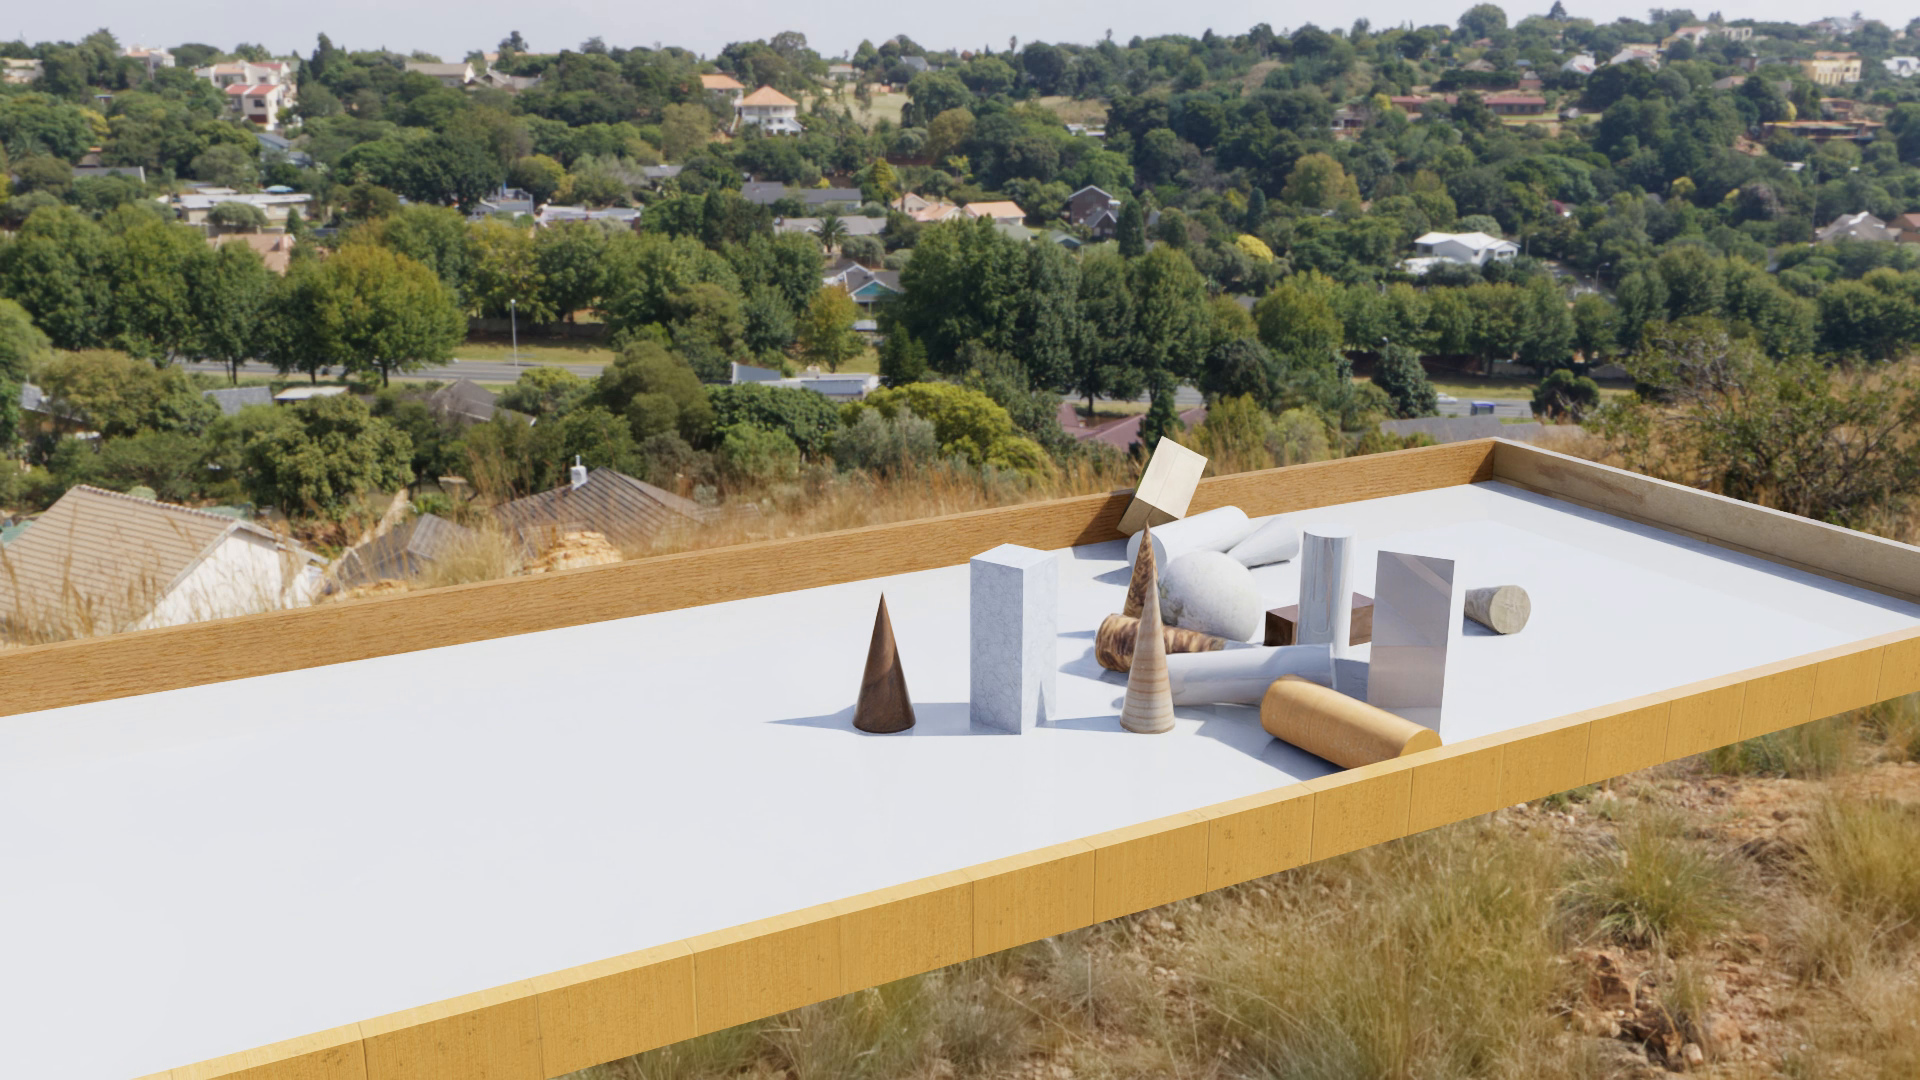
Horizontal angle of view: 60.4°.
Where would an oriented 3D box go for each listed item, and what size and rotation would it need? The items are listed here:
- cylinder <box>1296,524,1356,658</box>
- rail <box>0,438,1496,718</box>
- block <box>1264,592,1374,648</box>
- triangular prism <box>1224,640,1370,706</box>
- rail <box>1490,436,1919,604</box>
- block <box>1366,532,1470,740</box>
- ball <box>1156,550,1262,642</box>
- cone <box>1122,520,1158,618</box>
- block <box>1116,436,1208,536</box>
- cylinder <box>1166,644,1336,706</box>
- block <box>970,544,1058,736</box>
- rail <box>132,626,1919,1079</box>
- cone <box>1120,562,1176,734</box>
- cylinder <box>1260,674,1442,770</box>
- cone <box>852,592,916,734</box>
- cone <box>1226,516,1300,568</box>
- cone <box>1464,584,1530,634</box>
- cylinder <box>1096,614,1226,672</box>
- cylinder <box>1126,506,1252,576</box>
[{"bbox_3d":[0.899,0.169,4.065,0.128,0.403,0.128,0,16,0],"label":"cylinder"},{"bbox_3d":[-3.305,0.497,3.399,12.000,0.150,0.050,-9,18,-27],"label":"rail"},{"bbox_3d":[0.968,0.227,4.393,0.314,0.106,0.106,-9,19,-29],"label":"block"},{"bbox_3d":[0.822,0.330,3.989,0.375,0.129,0.149,8,19,26],"label":"triangular prism"},{"bbox_3d":[2.466,-0.048,5.253,0.050,0.150,2.100,-9,18,-27],"label":"rail"},{"bbox_3d":[1.054,0.225,3.804,0.170,0.443,0.170,8,18,26],"label":"block"},{"bbox_3d":[0.637,0.169,4.276,0.284,0.284,0.284,0,16,0],"label":"ball"},{"bbox_3d":[0.498,0.100,4.435,0.145,0.327,0.145,0,16,0],"label":"cone"},{"bbox_3d":[0.645,-0.148,5.259,0.164,0.164,0.308,27,48,2],"label":"block"},{"bbox_3d":[0.677,0.322,3.921,0.410,0.125,0.125,-5,14,16],"label":"cylinder"},{"bbox_3d":[0.126,0.230,3.859,0.147,0.403,0.147,11,20,34],"label":"block"},{"bbox_3d":[-2.336,1.006,1.665,12.000,0.150,0.050,-9,18,-27],"label":"rail"},{"bbox_3d":[0.442,0.240,3.828,0.131,0.401,0.131,0,16,0],"label":"cone"},{"bbox_3d":[0.858,0.425,3.642,0.150,0.150,0.398,-11,20,-33],"label":"cylinder"},{"bbox_3d":[-0.179,0.271,3.853,0.152,0.327,0.152,0,16,0],"label":"cone"},{"bbox_3d":[0.857,0.053,5.052,0.359,0.141,0.141,-22,25,-26],"label":"cone"},{"bbox_3d":[1.426,0.173,4.645,0.137,0.137,0.372,-6,7,-21],"label":"cone"},{"bbox_3d":[0.506,0.281,4.151,0.301,0.139,0.139,11,20,34],"label":"cylinder"},{"bbox_3d":[0.705,0.009,5.048,0.412,0.156,0.156,-15,22,-41],"label":"cylinder"}]
